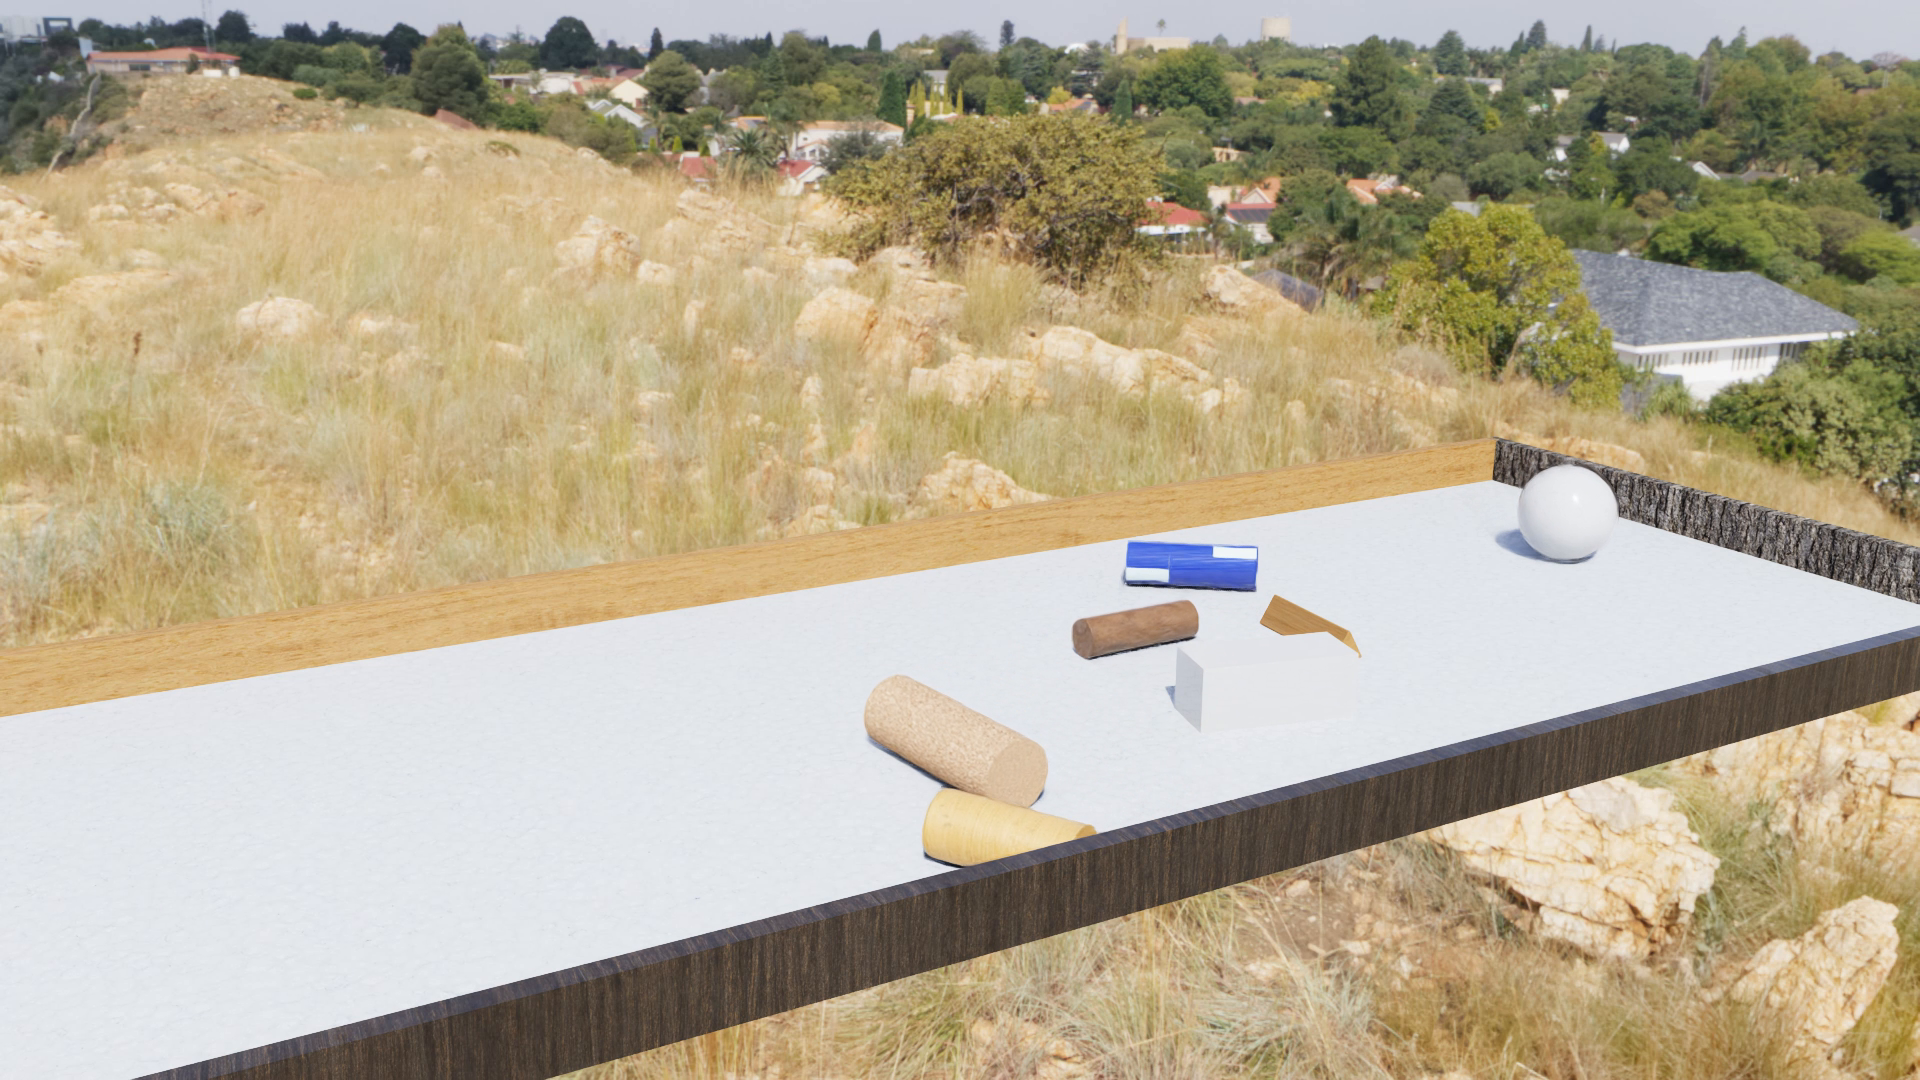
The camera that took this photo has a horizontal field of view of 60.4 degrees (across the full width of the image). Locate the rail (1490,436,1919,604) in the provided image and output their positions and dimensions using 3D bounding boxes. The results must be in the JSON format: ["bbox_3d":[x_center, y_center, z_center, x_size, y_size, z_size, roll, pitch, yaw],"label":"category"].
[{"bbox_3d":[2.466,-0.048,5.253,0.050,0.150,2.100,-9,18,-27],"label":"rail"}]

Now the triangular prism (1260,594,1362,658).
[{"bbox_3d":[0.939,0.230,4.424,0.090,0.078,0.333,-7,18,-23],"label":"triangular prism"}]

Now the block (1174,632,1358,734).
[{"bbox_3d":[0.727,0.336,3.927,0.393,0.159,0.159,-4,17,-15],"label":"block"}]

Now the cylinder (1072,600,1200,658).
[{"bbox_3d":[0.467,0.235,4.373,0.338,0.104,0.104,-9,19,-27],"label":"cylinder"}]

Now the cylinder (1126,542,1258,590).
[{"bbox_3d":[0.685,0.076,4.871,0.381,0.126,0.126,3,17,9],"label":"cylinder"}]

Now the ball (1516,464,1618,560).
[{"bbox_3d":[1.884,-0.086,5.125,0.295,0.295,0.295,0,16,0],"label":"ball"}]

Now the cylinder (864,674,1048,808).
[{"bbox_3d":[-0.016,0.437,3.579,0.164,0.164,0.457,-12,20,-34],"label":"cylinder"}]

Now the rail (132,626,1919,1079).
[{"bbox_3d":[-2.336,1.006,1.665,12.000,0.150,0.050,-9,18,-27],"label":"rail"}]

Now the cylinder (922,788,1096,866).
[{"bbox_3d":[0.095,0.576,3.150,0.310,0.139,0.139,10,19,31],"label":"cylinder"}]

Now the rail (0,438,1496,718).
[{"bbox_3d":[-3.305,0.497,3.399,12.000,0.150,0.050,-9,18,-27],"label":"rail"}]
